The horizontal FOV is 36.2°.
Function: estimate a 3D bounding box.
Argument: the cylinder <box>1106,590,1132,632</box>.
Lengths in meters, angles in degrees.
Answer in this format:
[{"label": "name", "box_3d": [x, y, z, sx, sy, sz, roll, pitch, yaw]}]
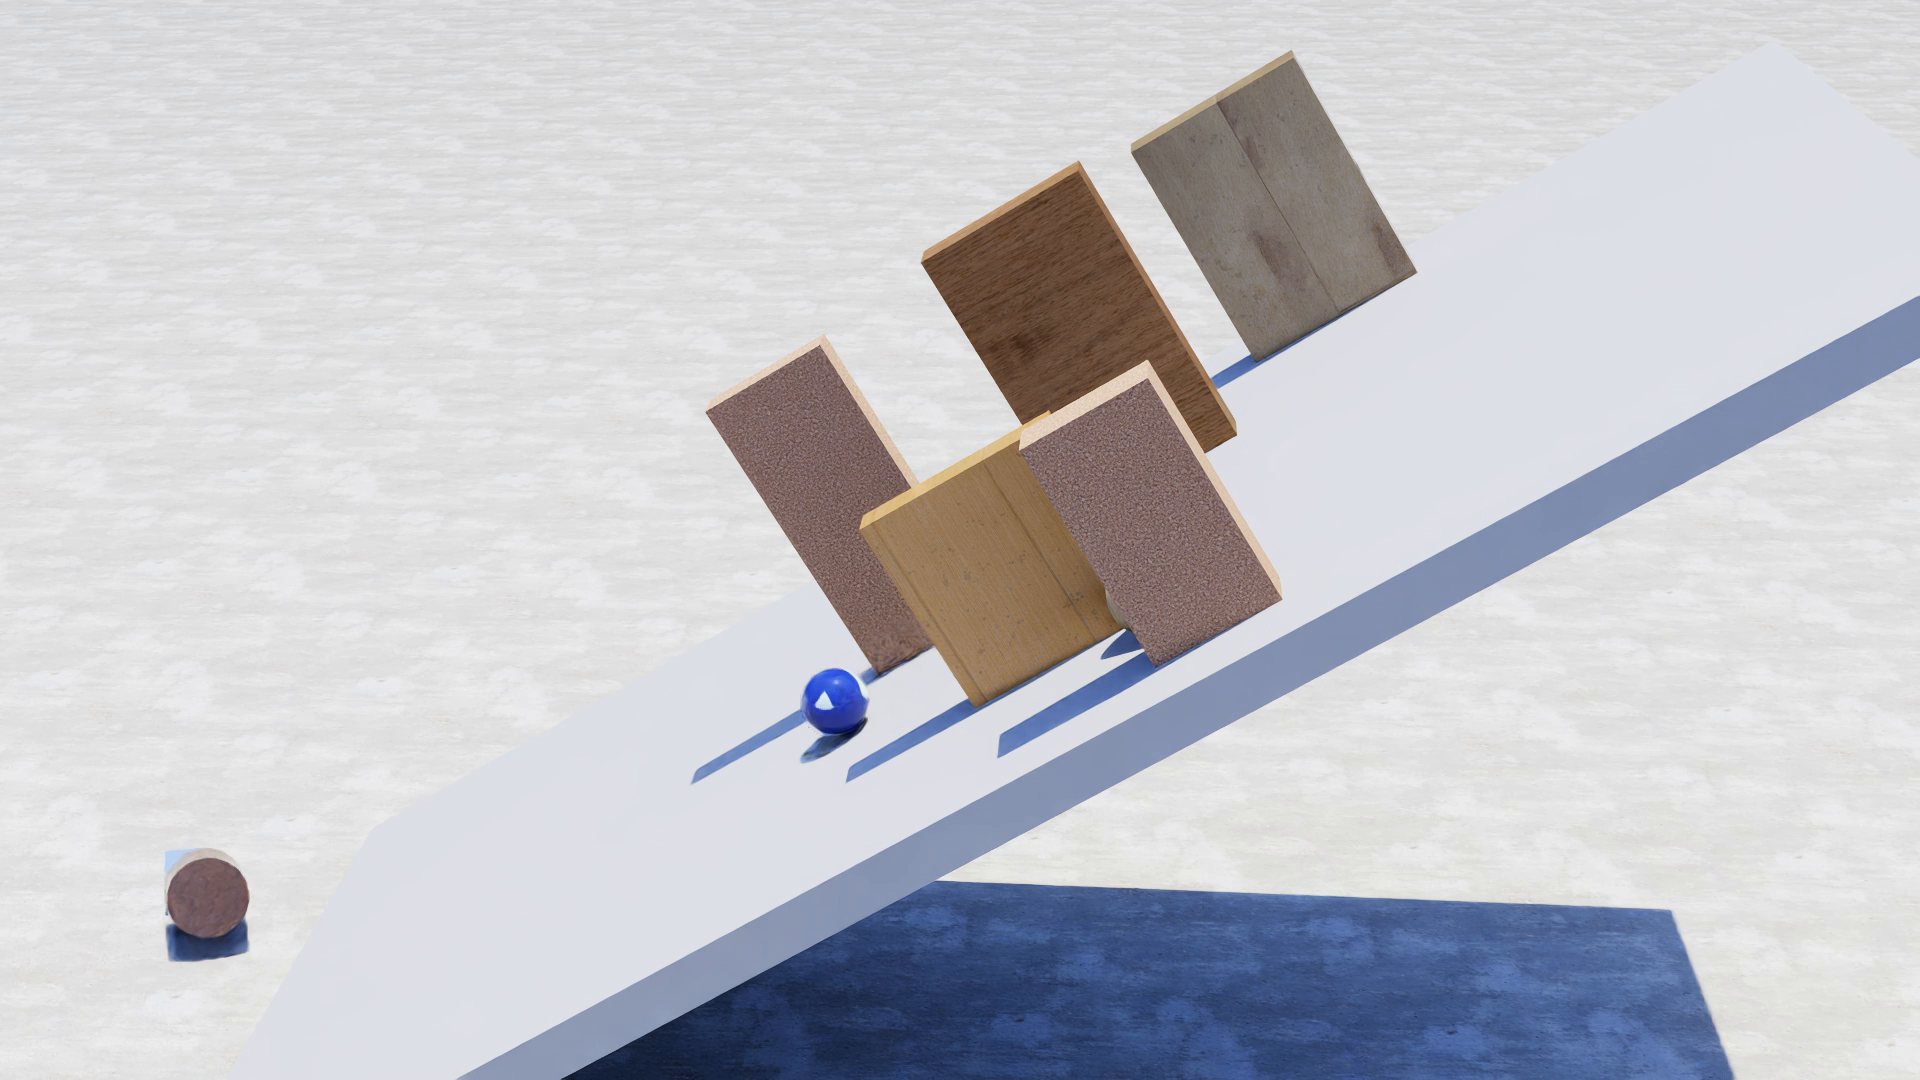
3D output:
[{"label": "cylinder", "box_3d": [0.368, 0.099, 5.593, 0.129, 0.129, 0.129, -18, 2, 44]}]

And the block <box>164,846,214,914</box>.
[{"label": "block", "box_3d": [-1.939, 0.859, 7.421, 0.121, 0.121, 0.121, -4, 20, -12]}]

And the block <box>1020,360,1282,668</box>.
[{"label": "block", "box_3d": [0.351, -0.046, 5.386, 0.268, 0.487, 0.119, -29, 15, 13]}]

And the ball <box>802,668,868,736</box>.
[{"label": "ball", "box_3d": [-0.259, 0.335, 6.100, 0.140, 0.140, 0.140, 0, 19, 0]}]

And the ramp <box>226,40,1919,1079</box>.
[{"label": "ramp", "box_3d": [0.141, 0.169, 6.288, 4.000, 0.100, 2.000, -29, 15, 13]}]

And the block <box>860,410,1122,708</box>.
[{"label": "block", "box_3d": [0.101, 0.041, 5.731, 0.424, 0.432, 0.087, -29, 15, 13]}]

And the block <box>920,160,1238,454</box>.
[{"label": "block", "box_3d": [0.263, -0.431, 6.425, 0.394, 0.681, 0.108, -29, 15, 13]}]

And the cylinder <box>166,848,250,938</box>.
[{"label": "cylinder", "box_3d": [-1.848, 0.865, 7.218, 0.195, 0.195, 0.195, -6, 3, -16]}]

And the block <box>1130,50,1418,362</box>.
[{"label": "block", "box_3d": [0.722, -0.763, 6.761, 0.424, 0.576, 0.102, -29, 15, 13]}]

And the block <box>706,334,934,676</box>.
[{"label": "block", "box_3d": [-0.231, -0.070, 6.265, 0.287, 0.689, 0.088, -29, 15, 13]}]
